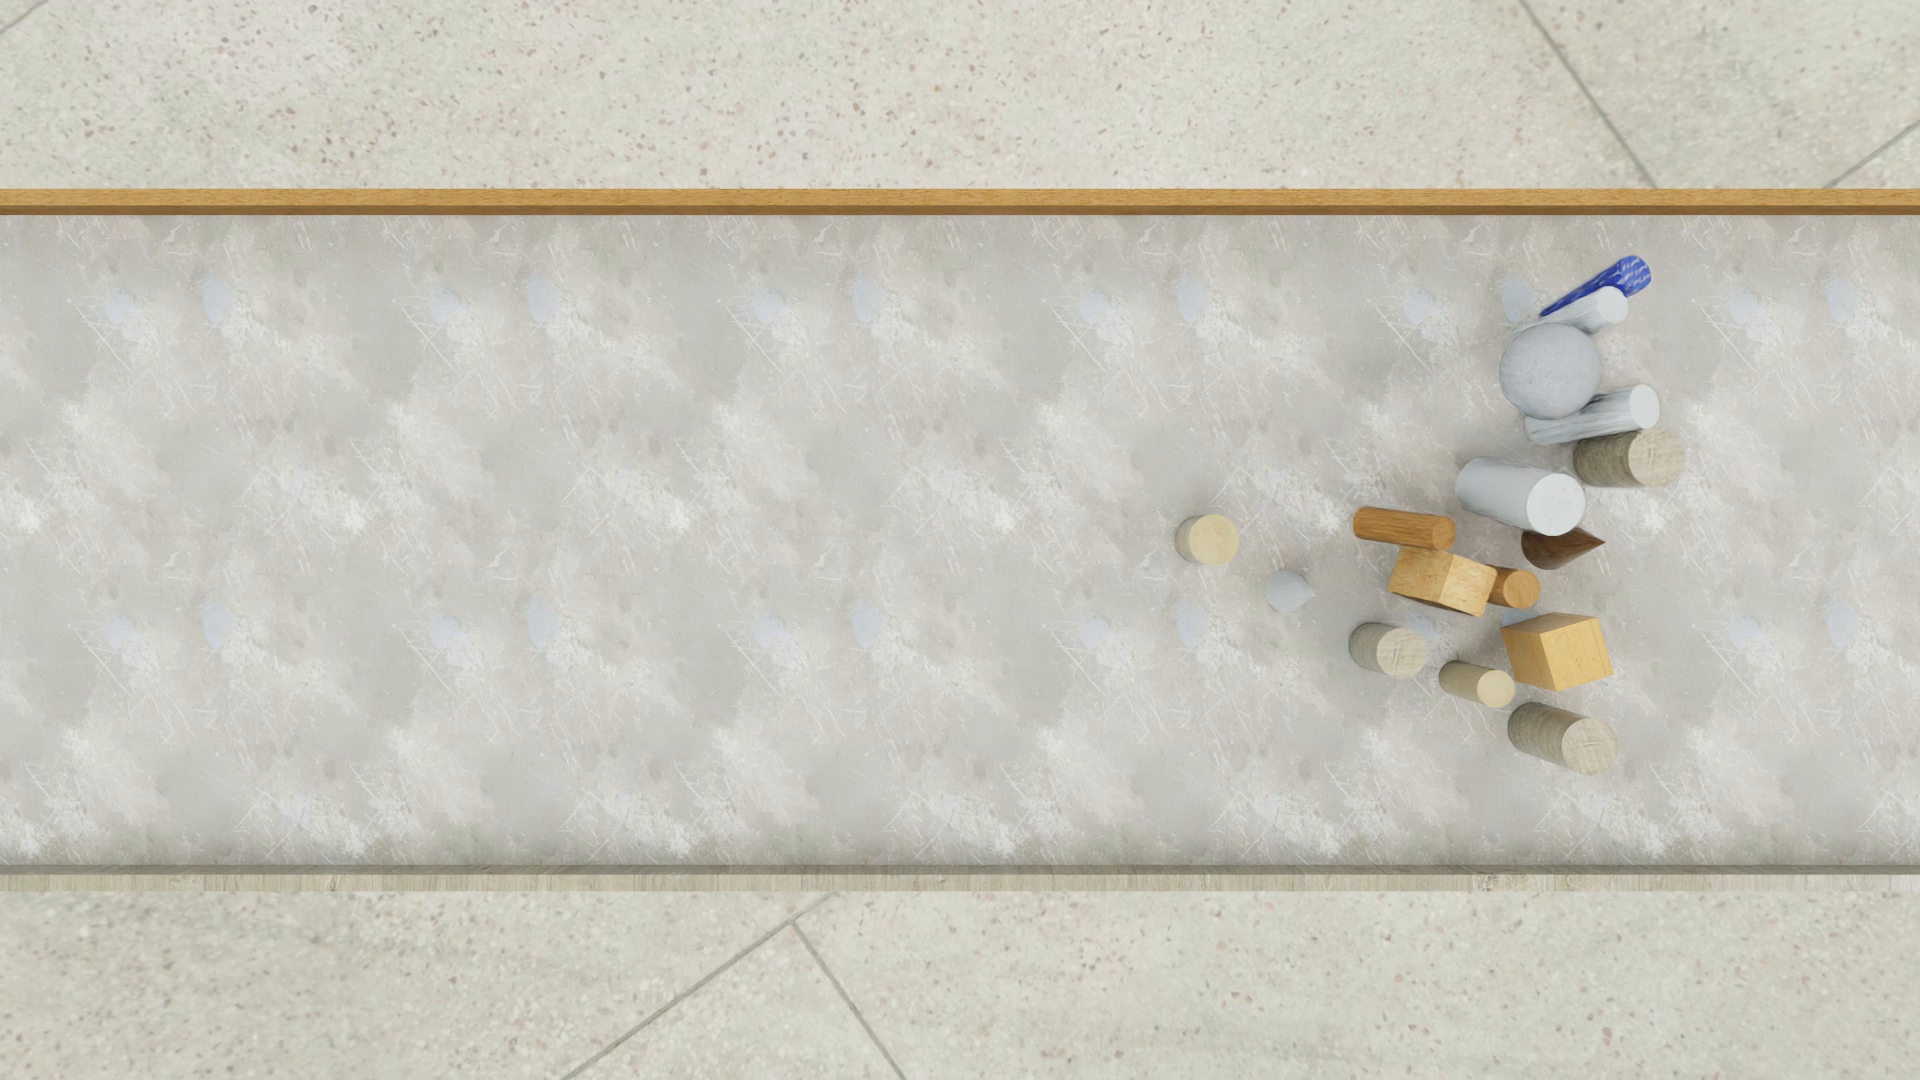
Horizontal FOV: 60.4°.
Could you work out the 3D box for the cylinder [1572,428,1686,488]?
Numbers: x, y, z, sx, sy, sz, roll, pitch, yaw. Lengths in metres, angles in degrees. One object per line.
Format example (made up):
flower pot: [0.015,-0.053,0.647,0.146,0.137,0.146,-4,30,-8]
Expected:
cylinder: [1.983,-0.242,4.900,0.173,0.336,0.173,0,92,-6]

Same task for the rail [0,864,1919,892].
rail: [-2.247,1.025,5.001,12.000,0.150,0.050,0,90,0]

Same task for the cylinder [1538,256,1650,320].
cylinder: [1.875,-0.714,4.885,0.105,0.372,0.105,5,73,-17]

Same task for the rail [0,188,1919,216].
rail: [-2.247,-1.025,5.002,12.000,0.150,0.050,0,90,0]

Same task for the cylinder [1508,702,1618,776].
cylinder: [1.765,0.579,4.848,0.162,0.457,0.162,0,90,0]

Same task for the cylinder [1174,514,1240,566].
cylinder: [0.736,0.000,4.925,0.149,0.302,0.149,0,90,0]

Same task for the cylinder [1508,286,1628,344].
cylinder: [1.791,-0.631,4.873,0.111,0.392,0.111,4,77,-19]

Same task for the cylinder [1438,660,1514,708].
cylinder: [1.527,0.424,4.887,0.108,0.379,0.108,0,90,0]

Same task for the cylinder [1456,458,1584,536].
cylinder: [1.642,-0.132,4.854,0.179,0.414,0.179,-2,100,-11]

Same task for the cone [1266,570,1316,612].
cone: [1.006,0.156,4.868,0.132,0.417,0.132,0,90,0]

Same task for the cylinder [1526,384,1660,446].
cylinder: [1.866,-0.366,4.880,0.126,0.380,0.126,3,84,-28]

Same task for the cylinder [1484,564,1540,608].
cylinder: [1.581,0.132,4.890,0.112,0.361,0.112,0,93,-8]

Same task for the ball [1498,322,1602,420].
ball: [1.704,-0.487,4.763,0.281,0.281,0.281,0,90,0]

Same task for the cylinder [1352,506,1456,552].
cylinder: [1.322,-0.035,4.920,0.101,0.309,0.101,-5,99,-33]

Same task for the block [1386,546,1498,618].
block: [1.429,0.121,4.905,0.146,0.318,0.146,19,90,-14]

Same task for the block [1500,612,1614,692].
block: [1.770,0.328,4.904,0.172,0.346,0.172,-17,90,0]

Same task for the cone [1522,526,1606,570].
cone: [1.813,0.007,4.852,0.173,0.449,0.173,0,90,0]

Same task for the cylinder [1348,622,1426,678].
cylinder: [1.269,0.326,4.906,0.146,0.340,0.146,0,90,0]
